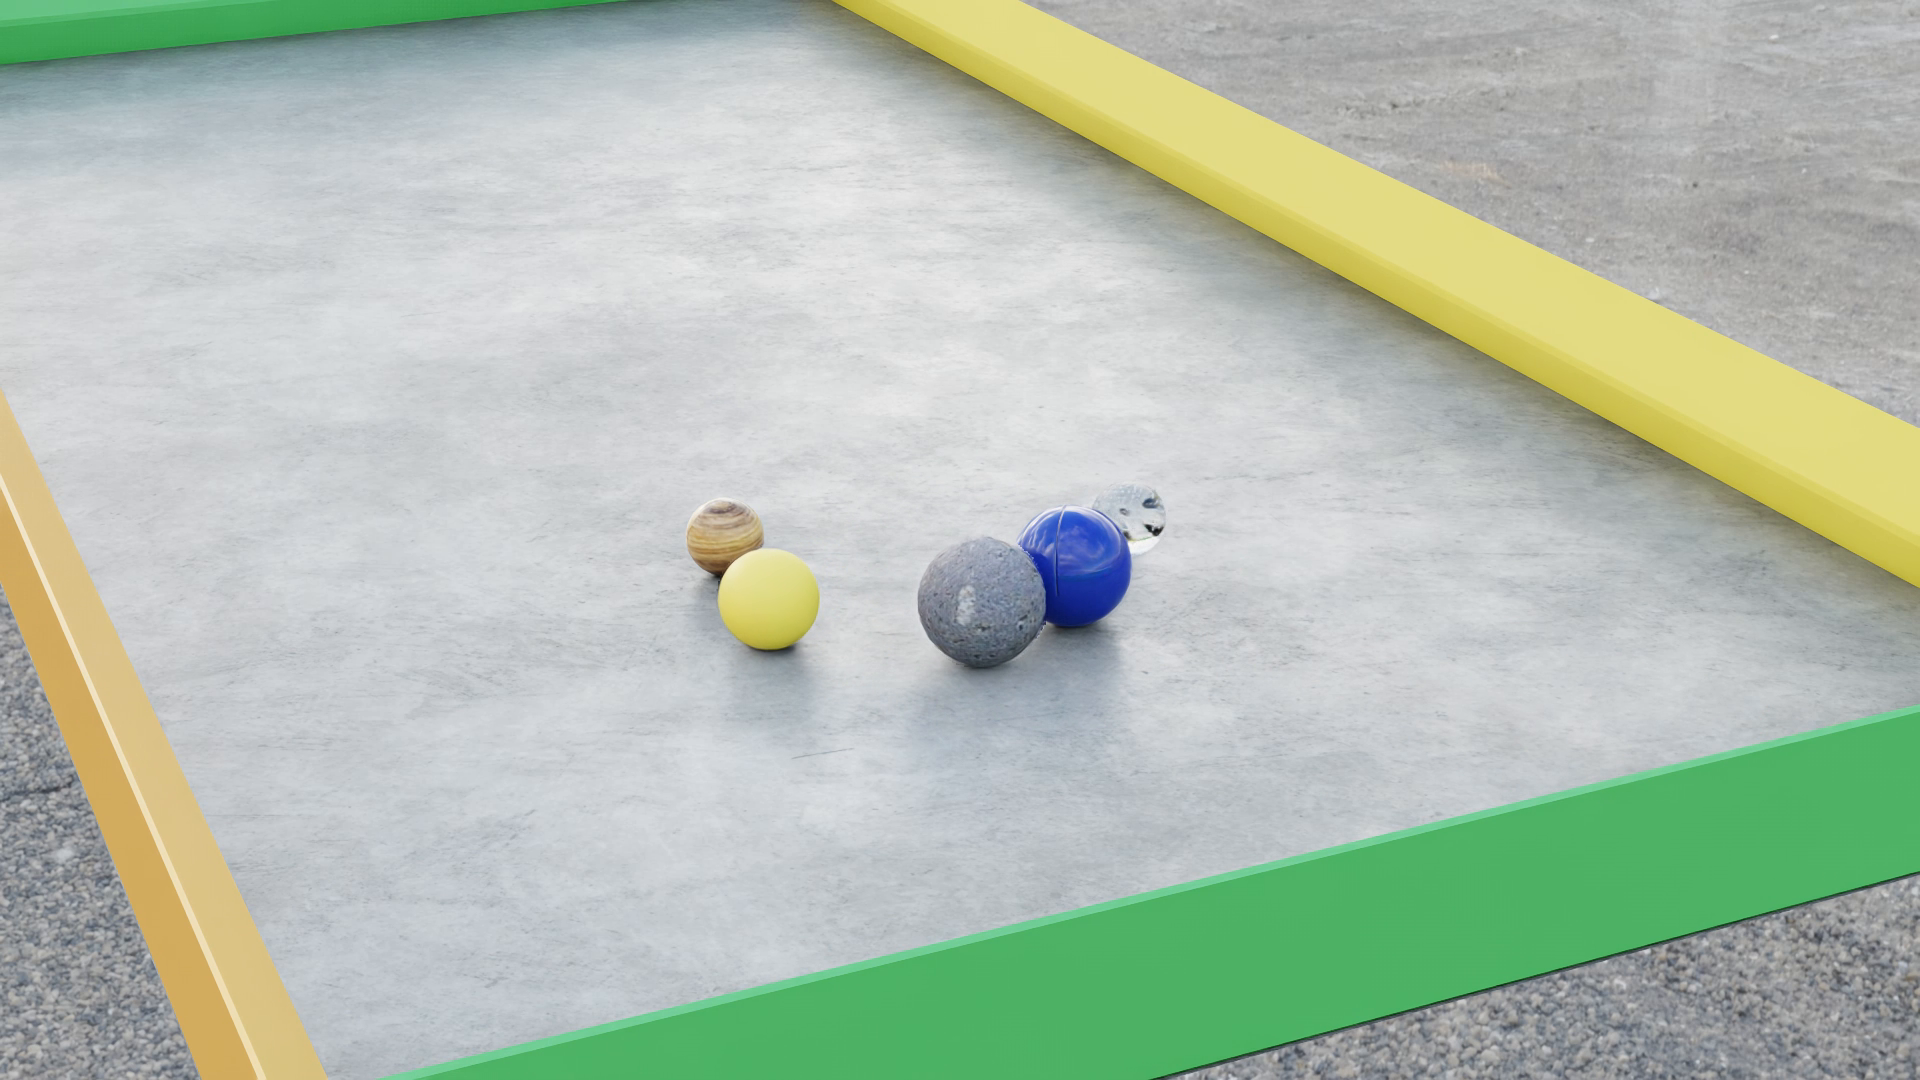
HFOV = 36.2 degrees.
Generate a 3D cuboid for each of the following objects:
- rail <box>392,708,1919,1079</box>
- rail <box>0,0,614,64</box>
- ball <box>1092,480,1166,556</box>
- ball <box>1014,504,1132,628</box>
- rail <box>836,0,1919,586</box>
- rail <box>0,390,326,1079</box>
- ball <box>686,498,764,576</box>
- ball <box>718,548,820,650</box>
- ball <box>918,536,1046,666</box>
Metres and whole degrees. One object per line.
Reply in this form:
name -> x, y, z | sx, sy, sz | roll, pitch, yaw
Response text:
rail -> 0.265, 0.205, 1.696 | 1.325, 0.120, 0.045 | -10, 26, -23
rail -> -0.814, -0.718, 3.822 | 1.325, 0.120, 0.045 | -10, 26, -23
ball -> 0.131, -0.017, 2.286 | 0.059, 0.059, 0.059 | 0, 23, 0
ball -> 0.082, 0.019, 2.165 | 0.090, 0.090, 0.090 | 0, 23, 0
rail -> 0.305, -0.364, 3.006 | 0.045, 0.120, 2.605 | -10, 26, -23
rail -> -0.854, -0.149, 2.512 | 0.045, 0.120, 2.605 | -10, 26, -23
ball -> -0.180, -0.003, 2.252 | 0.060, 0.060, 0.060 | 0, 23, 0
ball -> -0.139, 0.043, 2.132 | 0.074, 0.074, 0.074 | 0, 23, 0
ball -> 0.016, 0.044, 2.104 | 0.092, 0.092, 0.092 | 0, 23, 0
